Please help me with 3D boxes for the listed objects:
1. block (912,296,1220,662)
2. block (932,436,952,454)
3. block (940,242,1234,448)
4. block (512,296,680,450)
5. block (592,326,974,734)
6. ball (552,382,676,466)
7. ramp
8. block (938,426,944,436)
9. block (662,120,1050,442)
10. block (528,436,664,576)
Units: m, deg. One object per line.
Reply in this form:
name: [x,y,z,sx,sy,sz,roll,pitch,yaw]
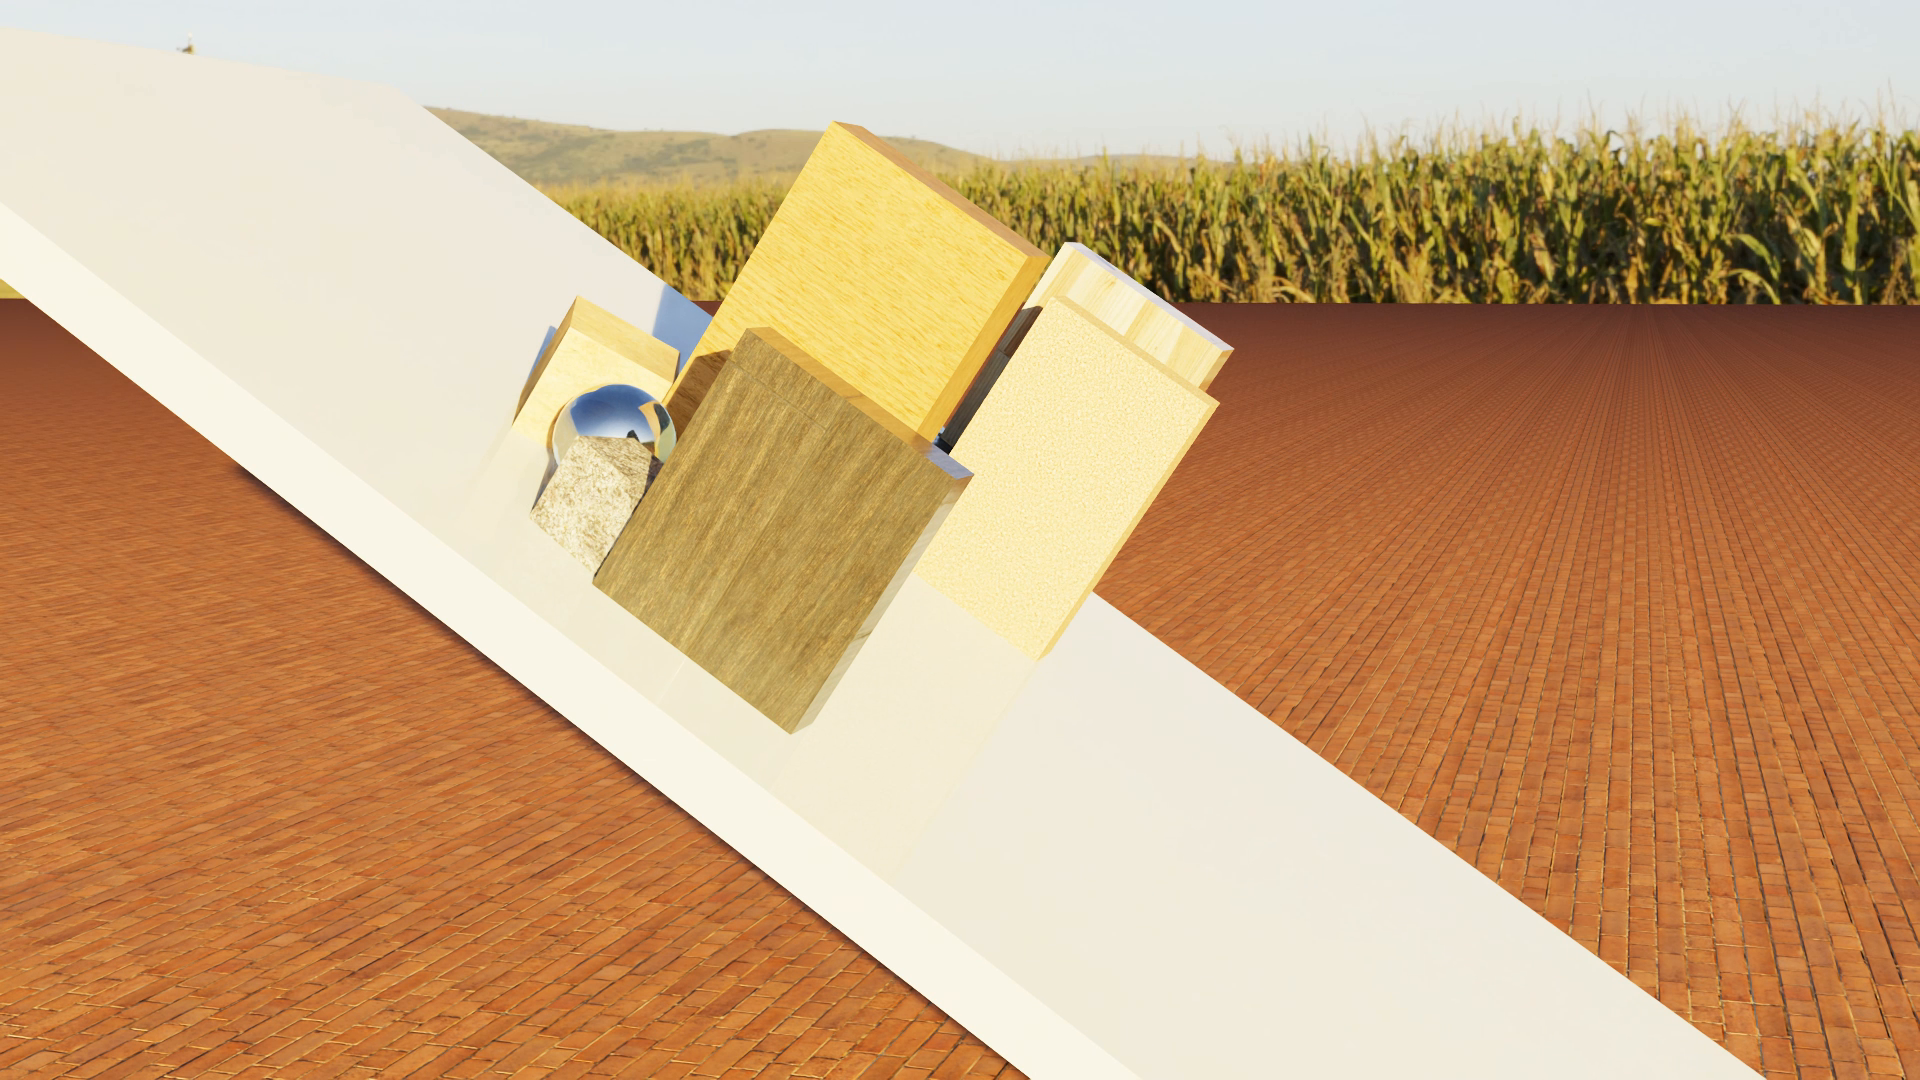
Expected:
block: [0.178,-0.121,4.324,0.372,0.611,0.109,36,15,10]
block: [-0.133,-0.128,4.502,0.201,0.201,0.201,39,16,20]
block: [0.209,-0.225,4.579,0.391,0.679,0.131,36,15,10]
block: [-0.640,-0.266,3.884,0.210,0.210,0.210,29,16,-16]
block: [-0.273,-0.015,3.343,0.393,0.475,0.093,36,15,10]
ball: [-0.580,-0.163,3.693,0.206,0.206,0.206,0,7,0]
ramp: [-0.117,0.200,4.095,4.000,0.100,2.000,36,15,10]
block: [-0.168,-0.216,4.737,0.182,0.182,0.182,19,21,-43]
block: [-0.226,-0.283,3.755,0.403,0.743,0.147,36,15,10]
block: [-0.549,-0.054,3.508,0.159,0.159,0.159,39,16,20]
